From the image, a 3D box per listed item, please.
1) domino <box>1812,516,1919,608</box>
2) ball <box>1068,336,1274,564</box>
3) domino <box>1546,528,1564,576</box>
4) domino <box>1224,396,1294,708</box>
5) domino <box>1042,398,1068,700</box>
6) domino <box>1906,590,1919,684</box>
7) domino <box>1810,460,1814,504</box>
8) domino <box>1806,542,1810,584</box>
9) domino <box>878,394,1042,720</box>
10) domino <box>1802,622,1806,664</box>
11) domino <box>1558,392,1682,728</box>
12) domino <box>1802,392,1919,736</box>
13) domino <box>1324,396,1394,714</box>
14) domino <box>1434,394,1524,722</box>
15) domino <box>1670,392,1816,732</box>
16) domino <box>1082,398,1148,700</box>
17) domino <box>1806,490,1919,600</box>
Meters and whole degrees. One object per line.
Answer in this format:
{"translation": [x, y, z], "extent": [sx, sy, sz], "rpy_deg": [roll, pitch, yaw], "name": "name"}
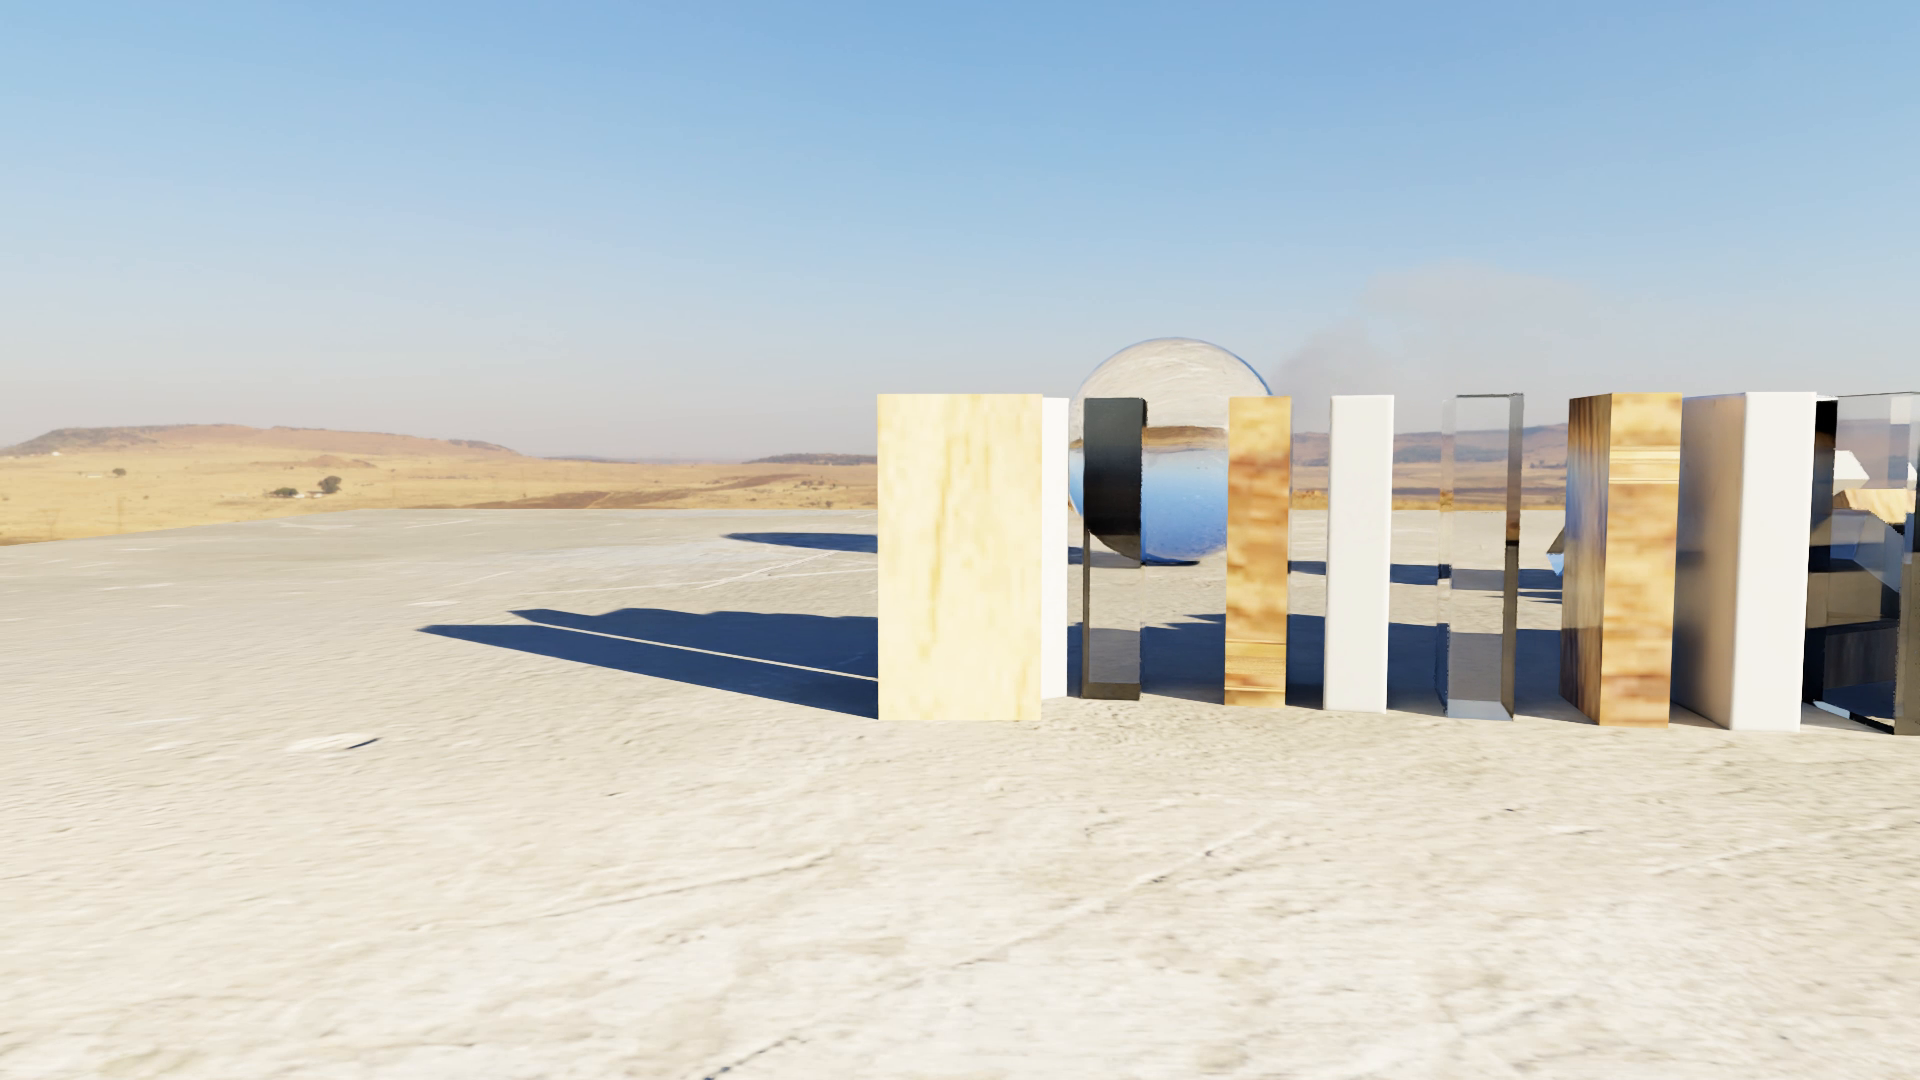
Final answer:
{"translation": [0.234, 0.003, 0.308], "extent": [0.025, 0.010, 0.050], "rpy_deg": [1, -24, -8], "name": "domino"}
{"translation": [0.075, -0.032, 0.454], "extent": [0.080, 0.080, 0.080], "rpy_deg": [0, 4, 0], "name": "ball"}
{"translation": [0.207, -0.008, 0.399], "extent": [0.025, 0.050, 0.009], "rpy_deg": [-1, 49, -7], "name": "domino"}
{"translation": [0.051, 0.001, 0.218], "extent": [0.009, 0.050, 0.025], "rpy_deg": [1, 4, 16], "name": "domino"}
{"translation": [0.007, 0.001, 0.223], "extent": [0.009, 0.050, 0.025], "rpy_deg": [-3, 5, -34], "name": "domino"}
{"translation": [0.182, 0.001, 0.222], "extent": [0.025, 0.050, 0.010], "rpy_deg": [-1, 9, -13], "name": "domino"}
{"translation": [0.222, -0.004, 0.346], "extent": [0.025, 0.009, 0.050], "rpy_deg": [-1, -38, -7], "name": "domino"}
{"translation": [0.179, 0.009, 0.245], "extent": [0.050, 0.010, 0.025], "rpy_deg": [26, -8, -24], "name": "domino"}
{"translation": [0.000, 0.002, 0.201], "extent": [0.025, 0.050, 0.010], "rpy_deg": [0, 4, 0], "name": "domino"}
{"translation": [0.158, 0.020, 0.236], "extent": [0.050, 0.010, 0.025], "rpy_deg": [-2, 5, -27], "name": "domino"}
{"translation": [0.104, 0.002, 0.203], "extent": [0.009, 0.050, 0.025], "rpy_deg": [1, 4, 12], "name": "domino"}
{"translation": [0.143, 0.003, 0.198], "extent": [0.009, 0.050, 0.025], "rpy_deg": [0, 4, 6], "name": "domino"}
{"translation": [0.066, 0.002, 0.214], "extent": [0.010, 0.050, 0.025], "rpy_deg": [1, 4, 17], "name": "domino"}
{"translation": [0.084, 0.002, 0.208], "extent": [0.010, 0.050, 0.025], "rpy_deg": [1, 4, 16], "name": "domino"}
{"translation": [0.121, 0.003, 0.200], "extent": [0.010, 0.050, 0.025], "rpy_deg": [1, 4, 8], "name": "domino"}
{"translation": [0.027, 0.001, 0.224], "extent": [0.010, 0.050, 0.025], "rpy_deg": [1, 4, 10], "name": "domino"}
{"translation": [0.228, 0.002, 0.329], "extent": [0.025, 0.009, 0.050], "rpy_deg": [-1, -23, -7], "name": "domino"}
